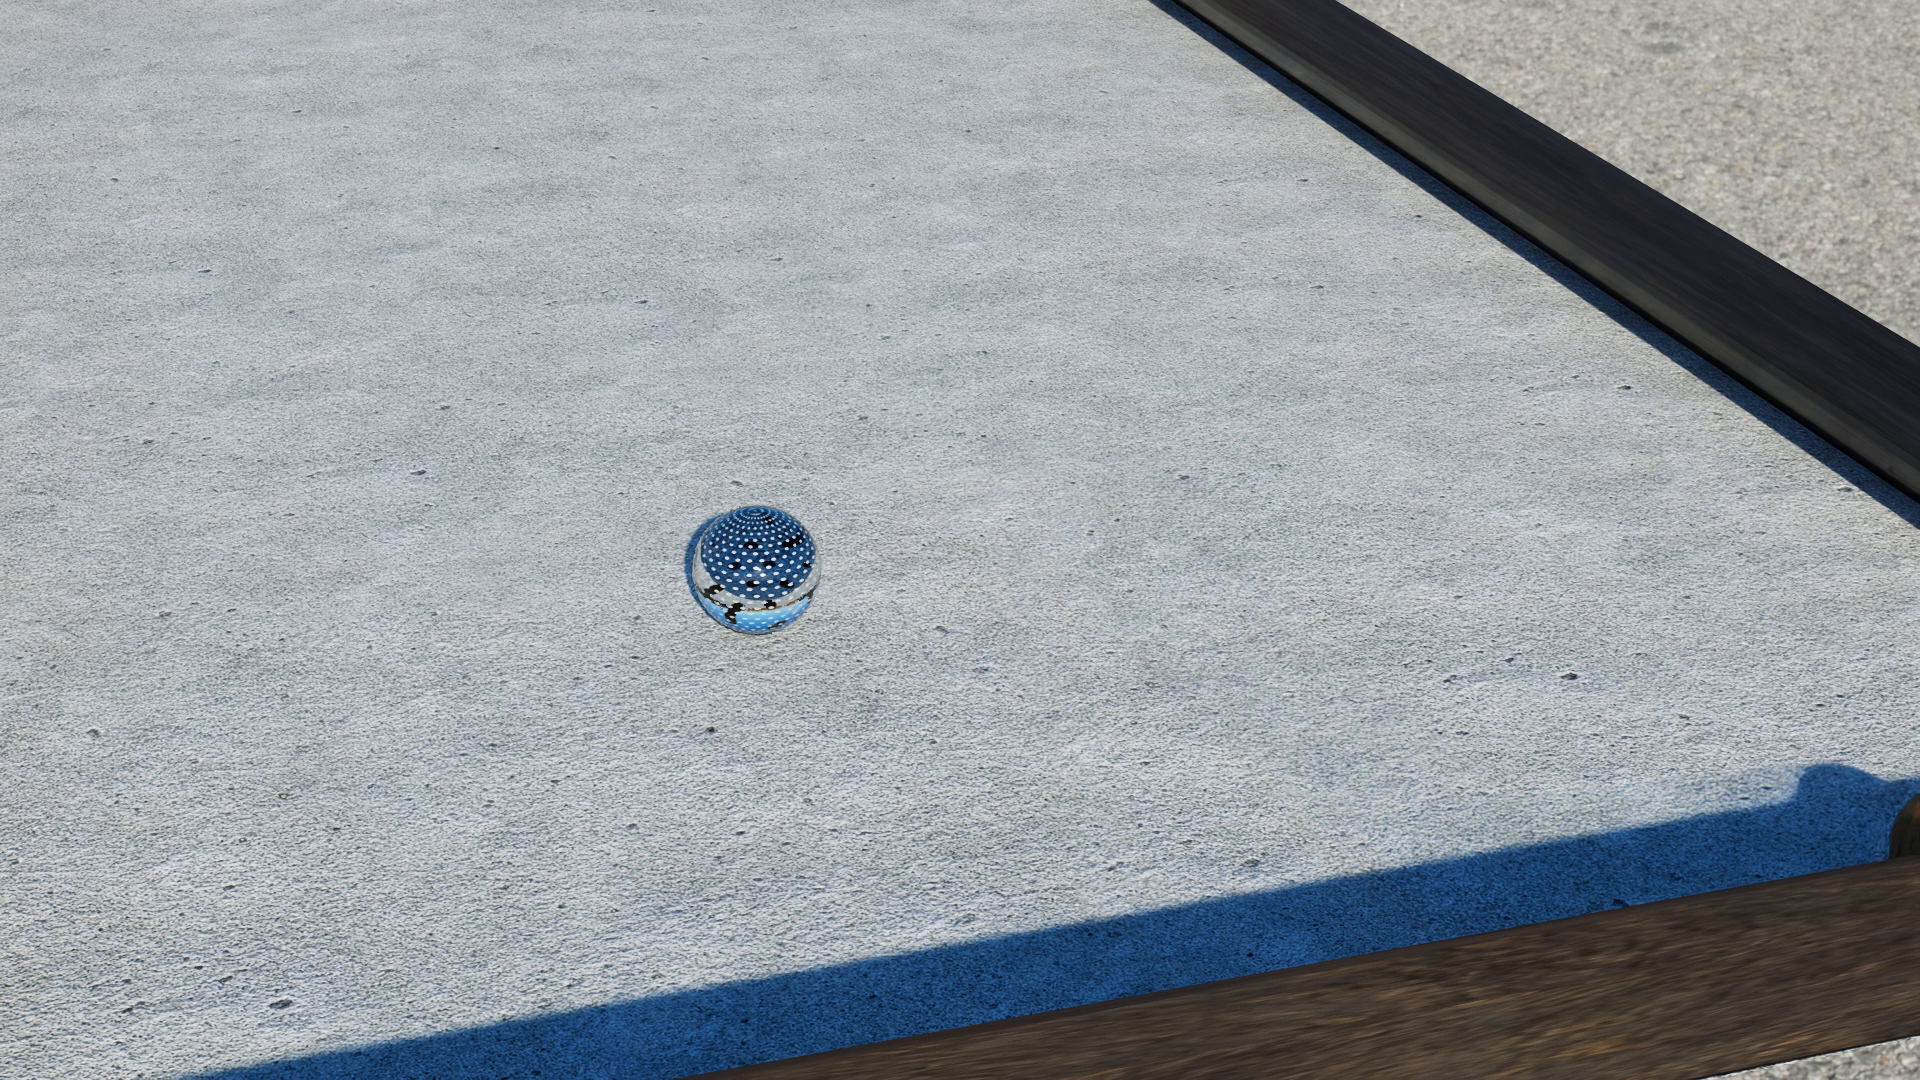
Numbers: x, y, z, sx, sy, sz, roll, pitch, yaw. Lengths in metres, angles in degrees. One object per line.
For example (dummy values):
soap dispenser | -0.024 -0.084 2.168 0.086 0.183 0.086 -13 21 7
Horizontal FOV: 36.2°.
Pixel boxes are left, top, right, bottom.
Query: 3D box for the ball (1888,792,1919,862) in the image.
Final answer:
ball | 0.569 0.177 1.669 0.080 0.080 0.080 0 25 0

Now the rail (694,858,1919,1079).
rail | 0.199 0.245 1.480 1.457 0.114 0.045 -8 26 -16

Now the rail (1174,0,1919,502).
rail | 0.466 -0.386 2.834 0.045 0.114 2.736 -8 26 -16

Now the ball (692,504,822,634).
ball | -0.138 0.020 1.996 0.088 0.088 0.088 0 25 0
